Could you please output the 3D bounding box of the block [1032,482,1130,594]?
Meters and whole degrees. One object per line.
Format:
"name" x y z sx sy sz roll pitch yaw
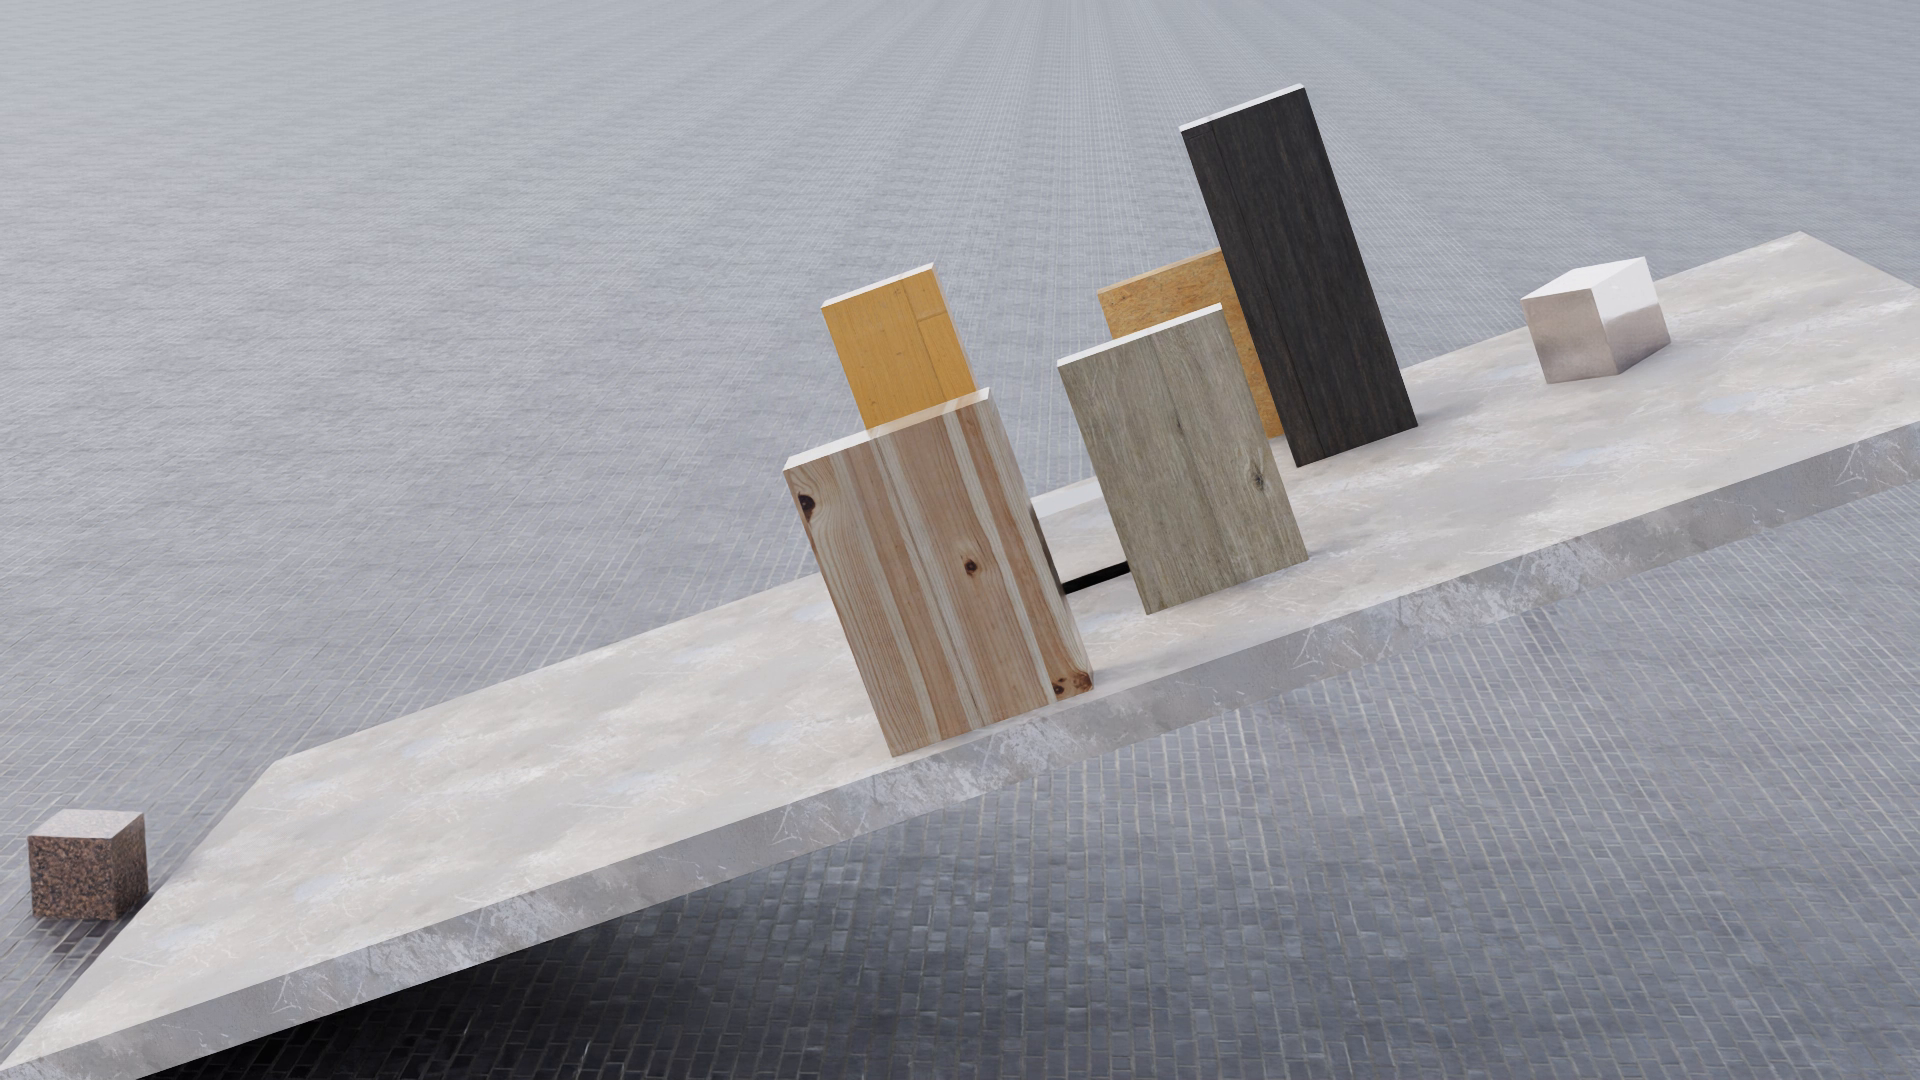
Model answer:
"block" 0.251 -0.003 6.211 0.172 0.172 0.172 -19 11 4

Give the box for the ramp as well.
"ramp" 0.114 0.177 6.299 4.000 0.100 2.000 -19 11 6

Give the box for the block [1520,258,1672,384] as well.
"block" 1.381 -0.476 6.393 0.199 0.199 0.199 -29 14 -36

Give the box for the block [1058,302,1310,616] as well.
"block" 0.434 -0.156 5.715 0.334 0.521 0.084 -19 11 6

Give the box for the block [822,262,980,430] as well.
"block" -0.043 -0.185 6.129 0.242 0.740 0.101 -19 11 6

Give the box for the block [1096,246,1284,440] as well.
"block" 0.587 -0.435 6.926 0.397 0.459 0.081 -19 11 6

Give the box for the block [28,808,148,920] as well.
"block" -1.983 0.738 6.695 0.194 0.194 0.194 1 13 6

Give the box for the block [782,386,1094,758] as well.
"block" -0.035 0.060 5.392 0.393 0.571 0.128 -19 11 6

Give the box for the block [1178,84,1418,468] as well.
"block" 0.747 -0.582 6.491 0.282 0.788 0.129 -19 11 6
